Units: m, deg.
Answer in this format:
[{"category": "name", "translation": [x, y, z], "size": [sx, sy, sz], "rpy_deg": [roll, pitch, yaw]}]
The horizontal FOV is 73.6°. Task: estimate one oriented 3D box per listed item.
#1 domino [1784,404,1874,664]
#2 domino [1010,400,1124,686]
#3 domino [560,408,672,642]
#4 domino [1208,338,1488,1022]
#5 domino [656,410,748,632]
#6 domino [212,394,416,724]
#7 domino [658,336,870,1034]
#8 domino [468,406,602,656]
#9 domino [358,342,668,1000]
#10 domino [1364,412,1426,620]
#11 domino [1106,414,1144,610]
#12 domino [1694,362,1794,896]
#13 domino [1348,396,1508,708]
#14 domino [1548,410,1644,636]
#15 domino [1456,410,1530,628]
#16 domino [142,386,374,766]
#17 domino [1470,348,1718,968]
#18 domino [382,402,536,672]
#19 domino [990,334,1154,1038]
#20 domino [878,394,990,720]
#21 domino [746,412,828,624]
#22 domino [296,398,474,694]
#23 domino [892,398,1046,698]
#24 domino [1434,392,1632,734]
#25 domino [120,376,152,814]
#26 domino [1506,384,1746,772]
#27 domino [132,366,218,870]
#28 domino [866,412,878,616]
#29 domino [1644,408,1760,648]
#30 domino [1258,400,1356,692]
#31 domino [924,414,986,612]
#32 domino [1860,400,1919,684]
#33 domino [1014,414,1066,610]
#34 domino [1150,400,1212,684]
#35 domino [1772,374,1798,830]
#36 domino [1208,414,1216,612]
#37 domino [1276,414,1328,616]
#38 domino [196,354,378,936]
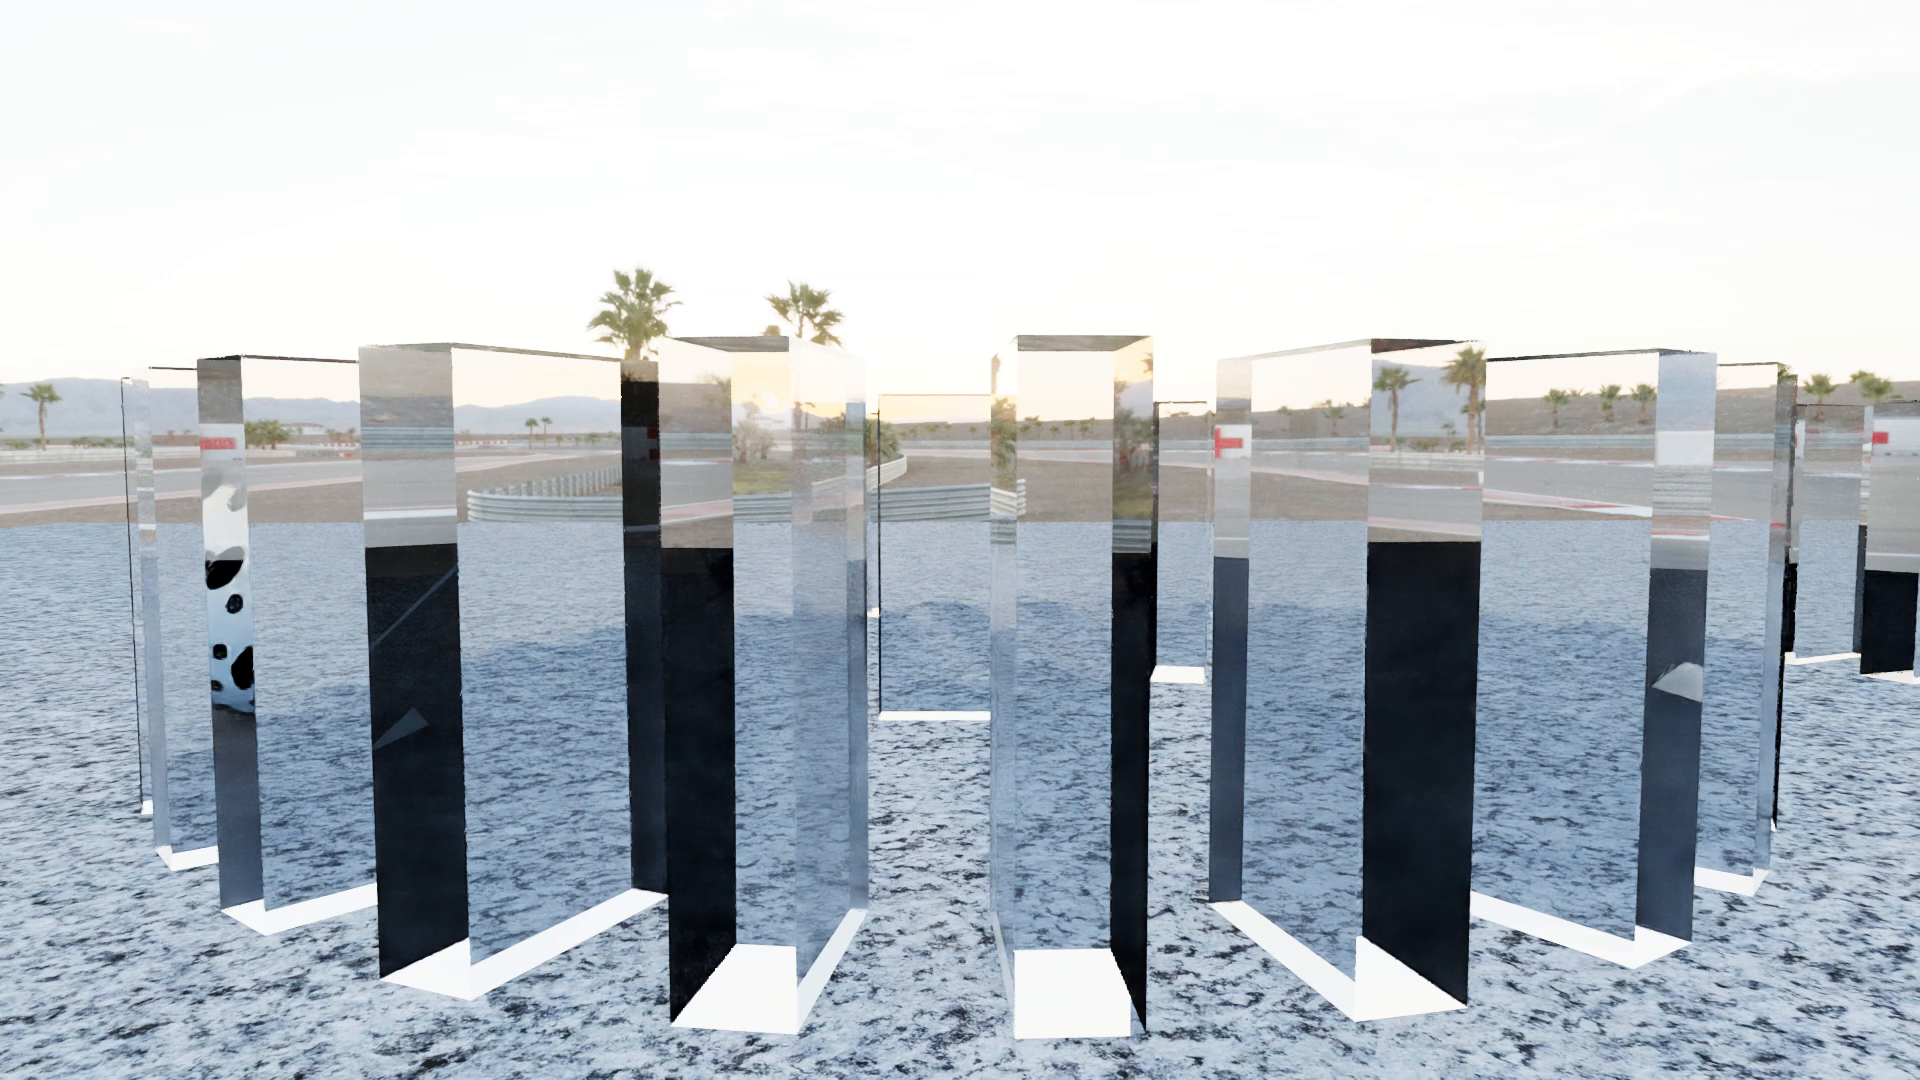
[{"category": "domino", "translation": [0.170, -0.002, 0.255], "size": [0.025, 0.050, 0.009], "rpy_deg": [-2, 5, -26]}, {"category": "domino", "translation": [0.019, 0.000, 0.237], "size": [0.009, 0.050, 0.025], "rpy_deg": [-2, 5, -25]}, {"category": "domino", "translation": [-0.077, -0.004, 0.286], "size": [0.025, 0.050, 0.009], "rpy_deg": [3, 5, 37]}, {"category": "domino", "translation": [0.031, 0.010, 0.106], "size": [0.009, 0.050, 0.025], "rpy_deg": [-1, 4, -14]}, {"category": "domino", "translation": [-0.061, -0.005, 0.302], "size": [0.009, 0.050, 0.025], "rpy_deg": [-4, 6, -41]}, {"category": "domino", "translation": [-0.100, 0.003, 0.199], "size": [0.025, 0.050, 0.009], "rpy_deg": [0, 4, -3]}, {"category": "domino", "translation": [-0.015, 0.010, 0.104], "size": [0.009, 0.050, 0.025], "rpy_deg": [1, 4, 8]}, {"category": "domino", "translation": [-0.088, -0.002, 0.266], "size": [0.025, 0.050, 0.009], "rpy_deg": [2, 5, 23]}, {"category": "domino", "translation": [-0.037, 0.009, 0.110], "size": [0.010, 0.050, 0.025], "rpy_deg": [2, 5, 24]}, {"category": "domino", "translation": [0.109, -0.006, 0.320], "size": [0.009, 0.050, 0.025], "rpy_deg": [2, 5, 27]}, {"category": "domino", "translation": [0.044, -0.008, 0.340], "size": [0.009, 0.050, 0.025], "rpy_deg": [0, 4, 6]}, {"category": "domino", "translation": [0.068, 0.008, 0.131], "size": [0.025, 0.050, 0.010], "rpy_deg": [4, 6, 40]}, {"category": "domino", "translation": [0.078, 0.001, 0.215], "size": [0.025, 0.050, 0.009], "rpy_deg": [-2, 5, -28]}, {"category": "domino", "translation": [0.145, -0.004, 0.293], "size": [0.025, 0.050, 0.009], "rpy_deg": [-4, 6, -42]}, {"category": "domino", "translation": [0.128, -0.006, 0.308], "size": [0.009, 0.050, 0.025], "rpy_deg": [3, 5, 36]}, {"category": "domino", "translation": [-0.096, 0.004, 0.177], "size": [0.025, 0.050, 0.009], "rpy_deg": [-1, 5, -18]}, {"category": "domino", "translation": [0.051, 0.009, 0.115], "size": [0.009, 0.050, 0.025], "rpy_deg": [-3, 5, -35]}, {"category": "domino", "translation": [-0.095, -0.001, 0.244], "size": [0.025, 0.050, 0.009], "rpy_deg": [1, 4, 14]}, {"category": "domino", "translation": [0.008, 0.010, 0.103], "size": [0.009, 0.050, 0.025], "rpy_deg": [0, 4, -3]}, {"category": "domino", "translation": [0.000, 0.002, 0.201], "size": [0.025, 0.050, 0.010], "rpy_deg": [0, 4, 0]}, {"category": "domino", "translation": [-0.043, -0.006, 0.316], "size": [0.009, 0.050, 0.025], "rpy_deg": [-3, 5, -33]}, {"category": "domino", "translation": [-0.099, 0.001, 0.222], "size": [0.025, 0.050, 0.010], "rpy_deg": [0, 4, 6]}, {"category": "domino", "translation": [0.001, 0.001, 0.223], "size": [0.025, 0.050, 0.009], "rpy_deg": [2, 5, 29]}, {"category": "domino", "translation": [0.086, 0.003, 0.194], "size": [0.025, 0.050, 0.010], "rpy_deg": [-1, 4, -13]}, {"category": "domino", "translation": [-0.086, 0.006, 0.156], "size": [0.025, 0.050, 0.010], "rpy_deg": [-3, 5, -32]}, {"category": "domino", "translation": [0.088, 0.005, 0.171], "size": [0.025, 0.050, 0.009], "rpy_deg": [0, 4, 5]}, {"category": "domino", "translation": [-0.072, 0.007, 0.138], "size": [0.025, 0.050, 0.009], "rpy_deg": [-4, 6, -41]}, {"category": "domino", "translation": [-0.023, -0.007, 0.327], "size": [0.009, 0.050, 0.025], "rpy_deg": [-2, 5, -26]}, {"category": "domino", "translation": [0.159, -0.003, 0.275], "size": [0.025, 0.050, 0.009], "rpy_deg": [-3, 5, -33]}, {"category": "domino", "translation": [0.063, 0.000, 0.231], "size": [0.010, 0.050, 0.025], "rpy_deg": [3, 5, 31]}, {"category": "domino", "translation": [-0.002, -0.008, 0.336], "size": [0.009, 0.050, 0.025], "rpy_deg": [-1, 4, -18]}, {"category": "domino", "translation": [0.179, 0.000, 0.234], "size": [0.025, 0.050, 0.010], "rpy_deg": [-2, 5, -20]}, {"category": "domino", "translation": [0.021, -0.008, 0.340], "size": [0.009, 0.050, 0.025], "rpy_deg": [0, 4, -6]}, {"category": "domino", "translation": [0.041, 0.000, 0.239], "size": [0.009, 0.050, 0.025], "rpy_deg": [1, 4, 13]}, {"category": "domino", "translation": [0.081, 0.006, 0.149], "size": [0.025, 0.050, 0.010], "rpy_deg": [2, 5, 28]}, {"category": "domino", "translation": [0.066, -0.008, 0.336], "size": [0.009, 0.050, 0.025], "rpy_deg": [1, 4, 14]}, {"category": "domino", "translation": [0.088, -0.007, 0.329], "size": [0.009, 0.050, 0.025], "rpy_deg": [2, 5, 20]}, {"category": "domino", "translation": [-0.056, 0.008, 0.122], "size": [0.009, 0.050, 0.025], "rpy_deg": [4, 6, 39]}]
